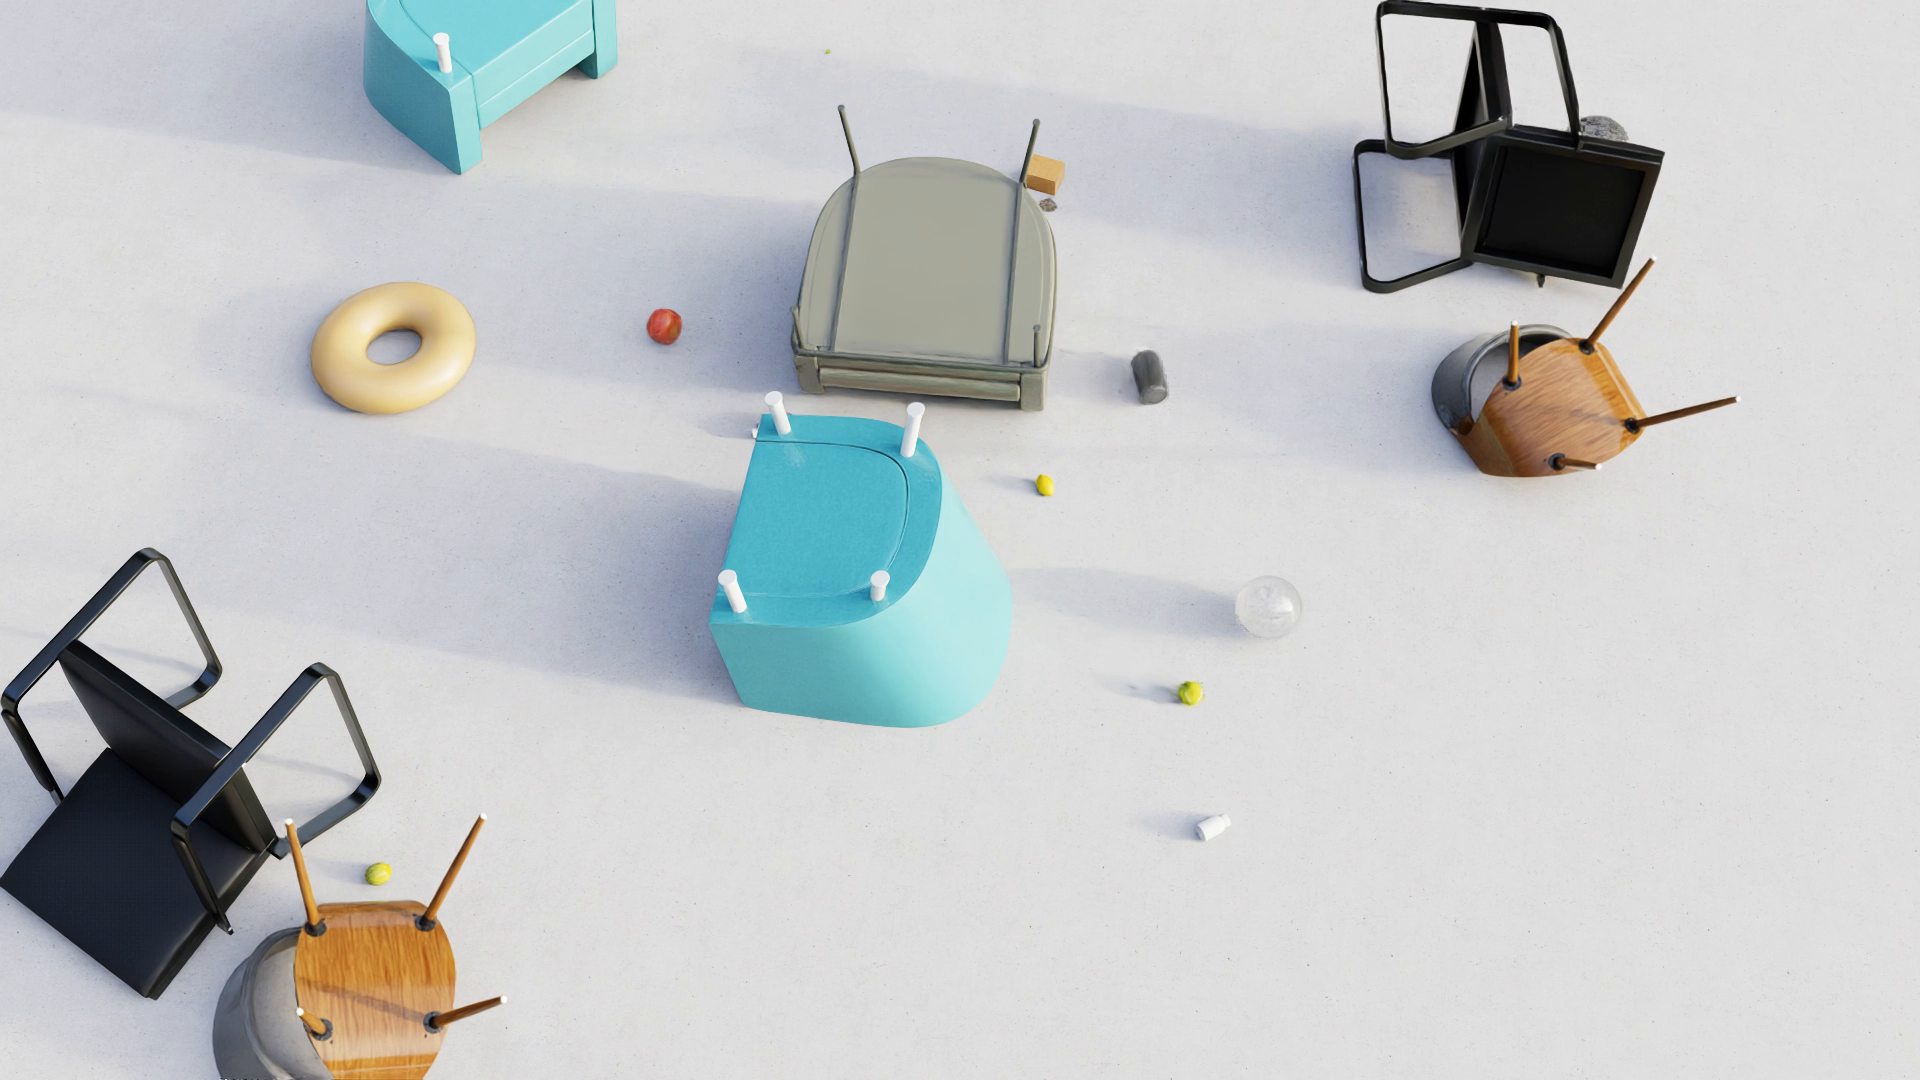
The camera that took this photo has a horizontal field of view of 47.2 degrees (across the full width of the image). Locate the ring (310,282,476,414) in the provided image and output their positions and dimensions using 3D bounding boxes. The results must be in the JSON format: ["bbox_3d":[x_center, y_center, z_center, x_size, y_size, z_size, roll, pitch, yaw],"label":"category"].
[{"bbox_3d":[-1.779,-0.607,6.908,0.522,0.125,0.506,-38,63,-23],"label":"ring"}]

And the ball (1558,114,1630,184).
[{"bbox_3d":[2.107,-1.296,7.305,0.229,0.229,0.229,0,56,0],"label":"ball"}]

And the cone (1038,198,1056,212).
[{"bbox_3d":[0.297,-1.126,7.317,0.062,0.047,0.063,9,36,6],"label":"cone"}]

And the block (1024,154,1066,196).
[{"bbox_3d":[0.282,-1.221,7.352,0.111,0.069,0.094,18,58,12],"label":"block"}]

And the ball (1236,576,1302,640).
[{"bbox_3d":[0.890,0.196,6.329,0.188,0.188,0.188,0,56,0],"label":"ball"}]
